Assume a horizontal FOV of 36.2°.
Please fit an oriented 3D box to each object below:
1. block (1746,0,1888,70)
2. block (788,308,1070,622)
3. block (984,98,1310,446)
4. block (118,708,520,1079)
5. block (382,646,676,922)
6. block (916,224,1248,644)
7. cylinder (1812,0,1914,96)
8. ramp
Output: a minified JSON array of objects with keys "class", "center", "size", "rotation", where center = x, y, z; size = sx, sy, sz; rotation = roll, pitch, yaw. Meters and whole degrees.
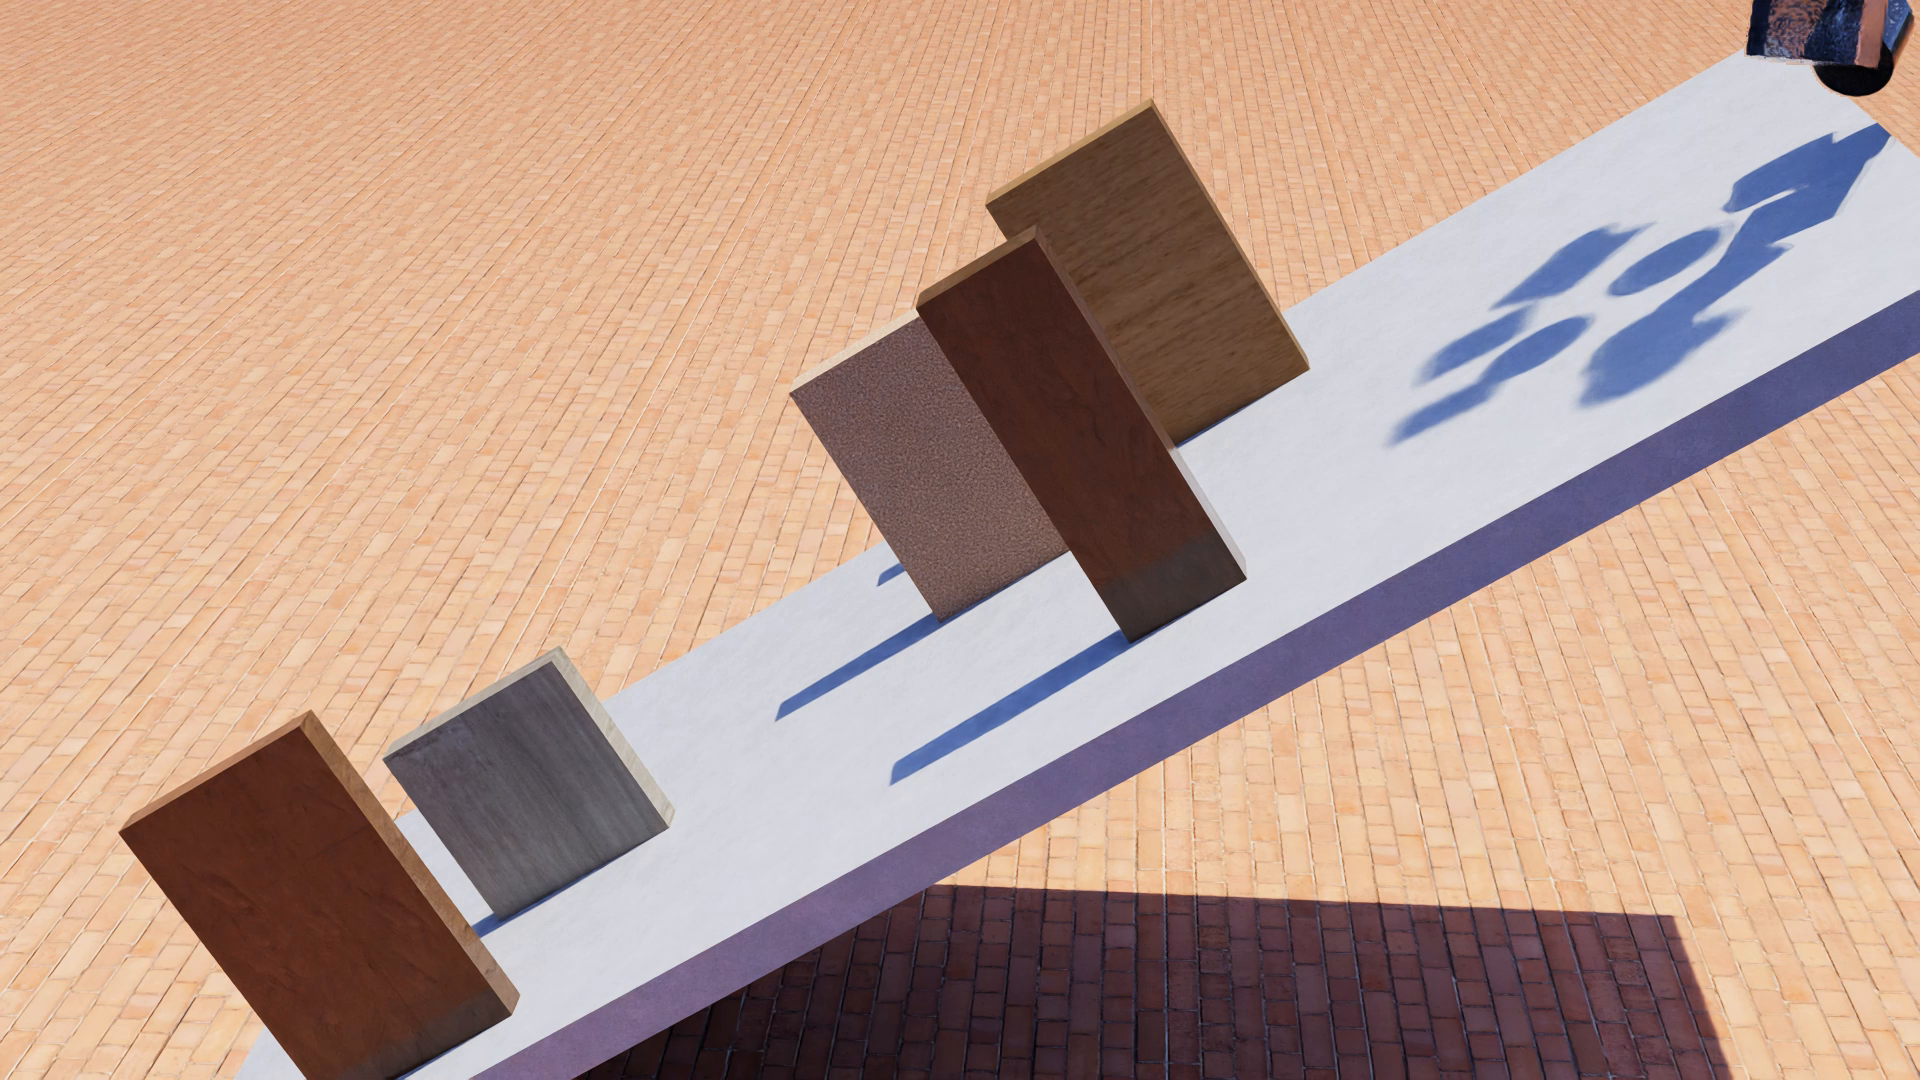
[{"class":"block","center":[1.609,-0.994,5.502],"size":[0.201,0.201,0.201],"rotation":[11,10,28]},{"class":"block","center":[-0.044,-0.174,6.367],"size":[0.372,0.611,0.109],"rotation":[-30,15,13]},{"class":"block","center":[0.418,-0.571,6.523],"size":[0.423,0.689,0.096],"rotation":[-30,15,13]},{"class":"block","center":[-1.252,0.736,5.773],"size":[0.441,0.715,0.085],"rotation":[-30,15,13]},{"class":"block","center":[-0.920,0.524,6.290],"size":[0.442,0.445,0.090],"rotation":[-30,15,13]},{"class":"block","center":[0.234,-0.195,5.543],"size":[0.258,0.772,0.115],"rotation":[-30,15,13]},{"class":"cylinder","center":[1.742,-0.963,5.671],"size":[0.155,0.155,0.155],"rotation":[11,45,28]},{"class":"ramp","center":[0.141,0.169,6.290],"size":[4.000,0.100,2.000],"rotation":[-30,15,13]}]
